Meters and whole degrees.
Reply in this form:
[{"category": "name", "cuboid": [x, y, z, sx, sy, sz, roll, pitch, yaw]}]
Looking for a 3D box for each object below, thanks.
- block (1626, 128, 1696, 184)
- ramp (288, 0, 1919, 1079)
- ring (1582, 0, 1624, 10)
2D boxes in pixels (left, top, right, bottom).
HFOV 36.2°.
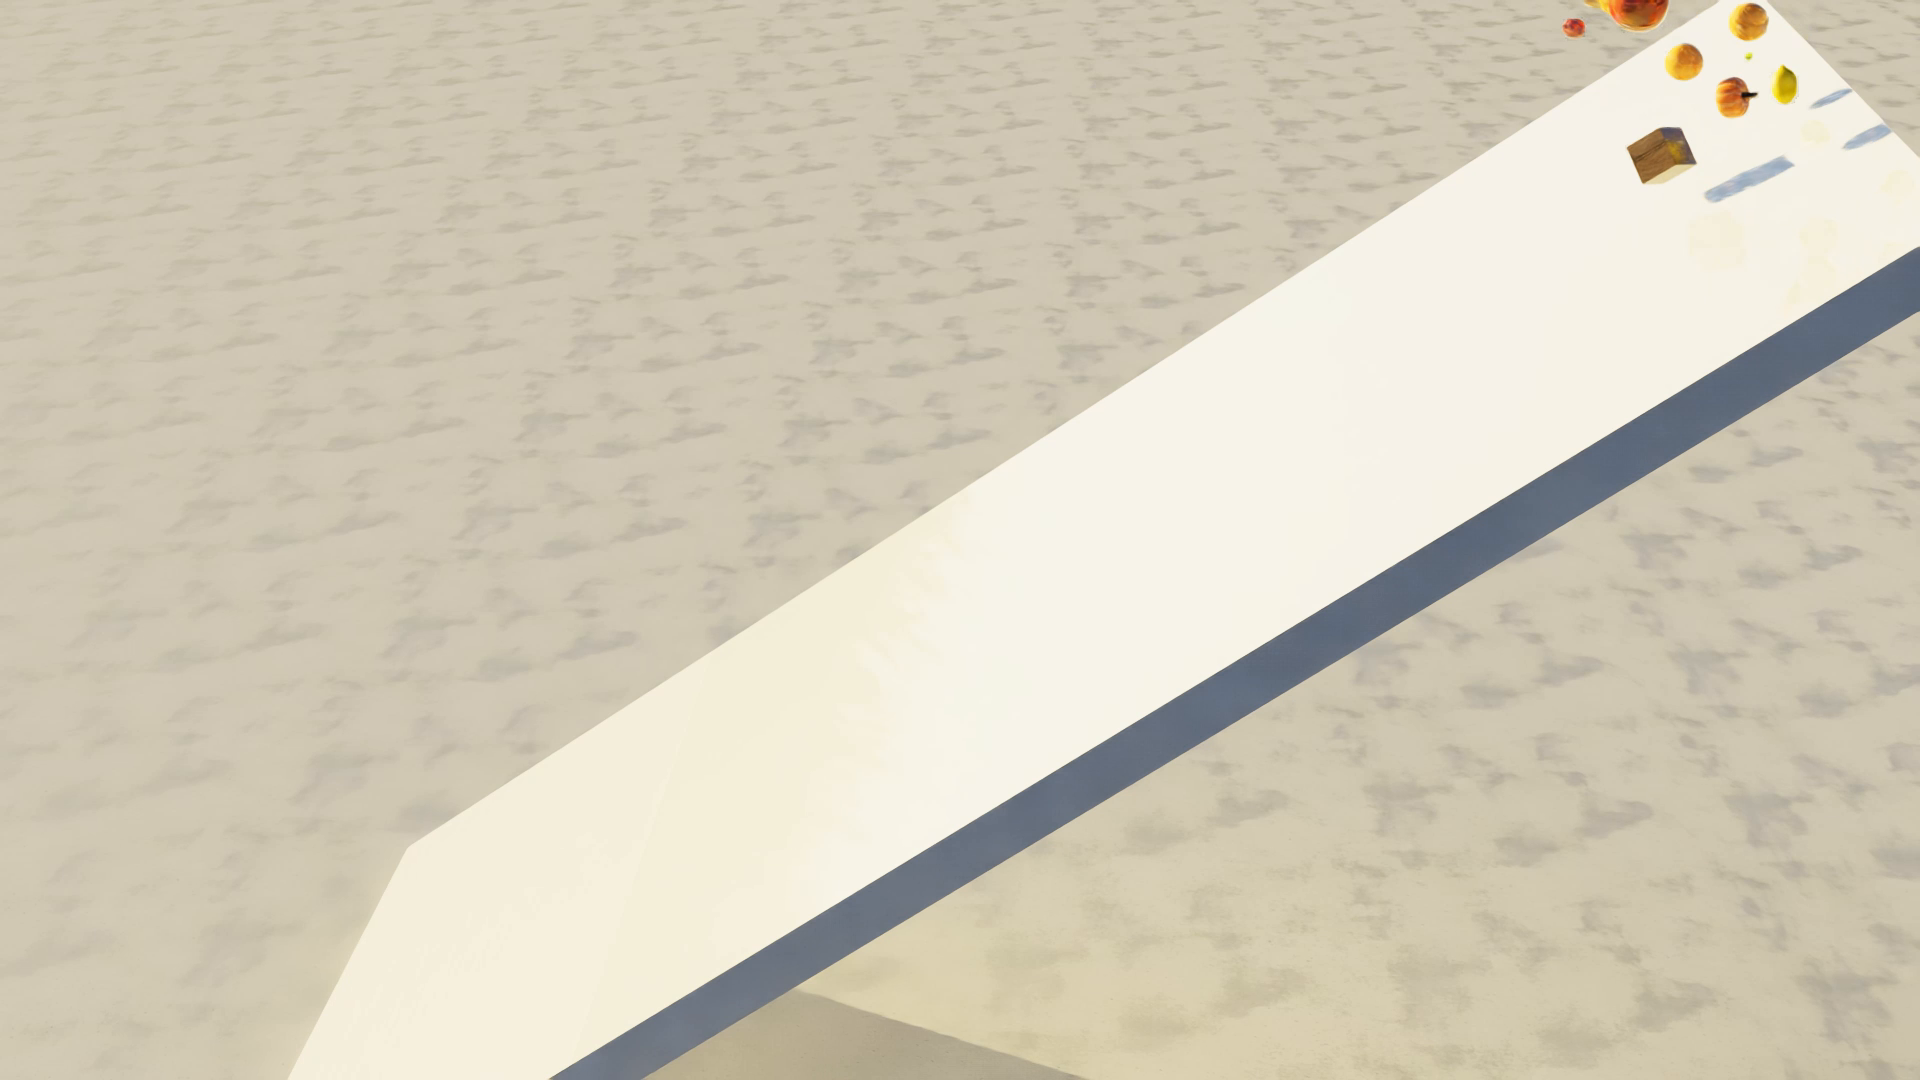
[{"category": "block", "cuboid": [1.365, -0.747, 5.718, 0.081, 0.081, 0.081, -9, -16, -45]}, {"category": "ramp", "cuboid": [0.135, 0.174, 6.308, 4.000, 0.100, 2.000, -33, 16, 15]}, {"category": "ring", "cuboid": [1.278, -1.113, 5.832, 0.122, 0.122, 0.041, 1, 18, 4]}]
